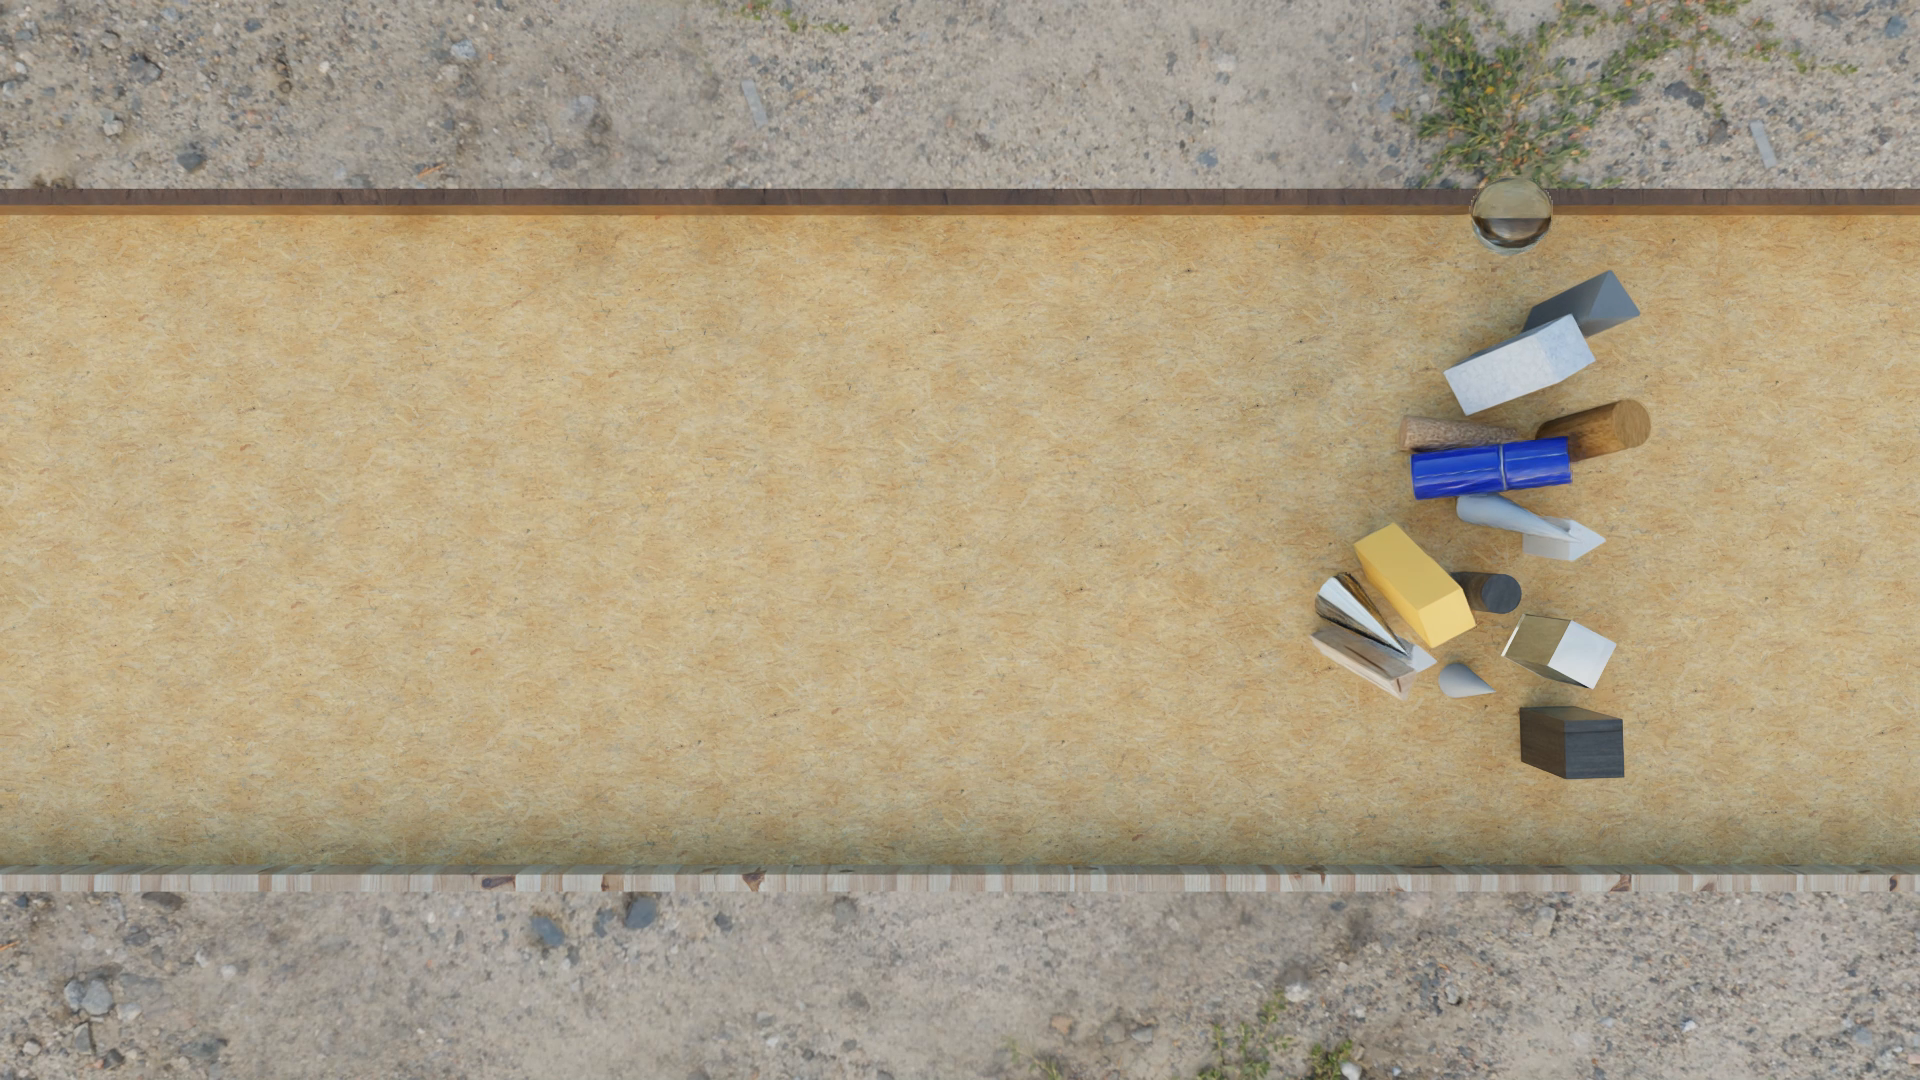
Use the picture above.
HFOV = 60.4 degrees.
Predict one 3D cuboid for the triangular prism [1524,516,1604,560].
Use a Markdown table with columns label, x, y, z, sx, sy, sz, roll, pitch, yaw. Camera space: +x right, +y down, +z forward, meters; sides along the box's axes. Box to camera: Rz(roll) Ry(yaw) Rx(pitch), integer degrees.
| label | x | y | z | sx | sy | sz | roll | pitch | yaw |
| --- | --- | --- | --- | --- | --- | --- | --- | --- | --- |
| triangular prism | 1.767 | -0.024 | 4.898 | 0.118 | 0.348 | 0.102 | -30 | 94 | -1 |

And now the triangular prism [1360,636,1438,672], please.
| label | x | y | z | sx | sy | sz | roll | pitch | yaw |
| --- | --- | --- | --- | --- | --- | --- | --- | --- | --- |
| triangular prism | 1.288 | 0.310 | 4.908 | 0.093 | 0.316 | 0.080 | -26 | 105 | -8 |

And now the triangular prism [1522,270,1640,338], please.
| label | x | y | z | sx | sy | sz | roll | pitch | yaw |
| --- | --- | --- | --- | --- | --- | --- | --- | --- | --- |
| triangular prism | 1.800 | -0.673 | 4.849 | 0.153 | 0.449 | 0.132 | -4 | 85 | -8 |

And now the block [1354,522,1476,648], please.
| label | x | y | z | sx | sy | sz | roll | pitch | yaw |
| --- | --- | --- | --- | --- | --- | --- | --- | --- | --- |
| block | 1.328 | 0.127 | 4.843 | 0.139 | 0.449 | 0.139 | -28 | 117 | 2 |

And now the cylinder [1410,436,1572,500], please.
| label | x | y | z | sx | sy | sz | roll | pitch | yaw |
| --- | --- | --- | --- | --- | --- | --- | --- | --- | --- |
| cylinder | 1.584 | -0.213 | 4.932 | 0.445 | 0.142 | 0.142 | -6 | 90 | 20 |

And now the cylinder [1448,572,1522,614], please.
| label | x | y | z | sx | sy | sz | roll | pitch | yaw |
| --- | --- | --- | --- | --- | --- | --- | --- | --- | --- |
| cylinder | 1.536 | 0.153 | 4.877 | 0.114 | 0.399 | 0.114 | 0 | 90 | 0 |

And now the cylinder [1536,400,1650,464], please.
| label | x | y | z | sx | sy | sz | roll | pitch | yaw |
| --- | --- | --- | --- | --- | --- | --- | --- | --- | --- |
| cylinder | 1.876 | -0.316 | 4.900 | 0.141 | 0.324 | 0.141 | 3 | 82 | -20 |

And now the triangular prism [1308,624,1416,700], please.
| label | x | y | z | sx | sy | sz | roll | pitch | yaw |
| --- | --- | --- | --- | --- | --- | --- | --- | --- | --- |
| triangular prism | 1.200 | 0.347 | 4.891 | 0.083 | 0.383 | 0.096 | -47 | 121 | -5 |

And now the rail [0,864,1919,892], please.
| label | x | y | z | sx | sy | sz | roll | pitch | yaw |
| --- | --- | --- | --- | --- | --- | --- | --- | --- | --- |
| rail | -2.247 | 1.025 | 5.001 | 12.000 | 0.150 | 0.050 | 0 | 90 | 0 |

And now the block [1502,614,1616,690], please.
| label | x | y | z | sx | sy | sz | roll | pitch | yaw |
| --- | --- | --- | --- | --- | --- | --- | --- | --- | --- |
| block | 1.763 | 0.325 | 4.874 | 0.145 | 0.404 | 0.145 | 28 | 90 | 0 |

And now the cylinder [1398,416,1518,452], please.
| label | x | y | z | sx | sy | sz | roll | pitch | yaw |
| --- | --- | --- | --- | --- | --- | --- | --- | --- | --- |
| cylinder | 1.517 | -0.307 | 5.025 | 0.336 | 0.103 | 0.103 | 7 | 90 | 0 |

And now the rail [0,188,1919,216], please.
| label | x | y | z | sx | sy | sz | roll | pitch | yaw |
| --- | --- | --- | --- | --- | --- | --- | --- | --- | --- |
| rail | -2.247 | -1.025 | 5.002 | 12.000 | 0.150 | 0.050 | 0 | 90 | 0 |

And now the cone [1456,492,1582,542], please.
| label | x | y | z | sx | sy | sz | roll | pitch | yaw |
| --- | --- | --- | --- | --- | --- | --- | --- | --- | --- |
| cone | 1.666 | -0.053 | 4.851 | 0.128 | 0.449 | 0.128 | -8 | 109 | -25 |

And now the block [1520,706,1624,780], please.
| label | x | y | z | sx | sy | sz | roll | pitch | yaw |
| --- | --- | --- | --- | --- | --- | --- | --- | --- | --- |
| block | 1.808 | 0.596 | 4.888 | 0.167 | 0.378 | 0.167 | -2 | 90 | 0 |

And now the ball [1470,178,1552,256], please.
| label | x | y | z | sx | sy | sz | roll | pitch | yaw |
| --- | --- | --- | --- | --- | --- | --- | --- | --- | --- |
| ball | 1.578 | -0.926 | 4.724 | 0.221 | 0.221 | 0.221 | 0 | 90 | 0 |

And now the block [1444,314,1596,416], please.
| label | x | y | z | sx | sy | sz | roll | pitch | yaw |
| --- | --- | --- | --- | --- | --- | --- | --- | --- | --- |
| block | 1.638 | -0.511 | 4.852 | 0.152 | 0.420 | 0.152 | -28 | 91 | -22 |

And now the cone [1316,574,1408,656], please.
| label | x | y | z | sx | sy | sz | roll | pitch | yaw |
| --- | --- | --- | --- | --- | --- | --- | --- | --- | --- |
| cone | 1.221 | 0.255 | 4.879 | 0.156 | 0.374 | 0.156 | -11 | 120 | -19 |

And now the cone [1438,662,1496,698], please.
| label | x | y | z | sx | sy | sz | roll | pitch | yaw |
| --- | --- | --- | --- | --- | --- | --- | --- | --- | --- |
| cone | 1.528 | 0.432 | 4.883 | 0.109 | 0.387 | 0.109 | 0 | 90 | 0 |
